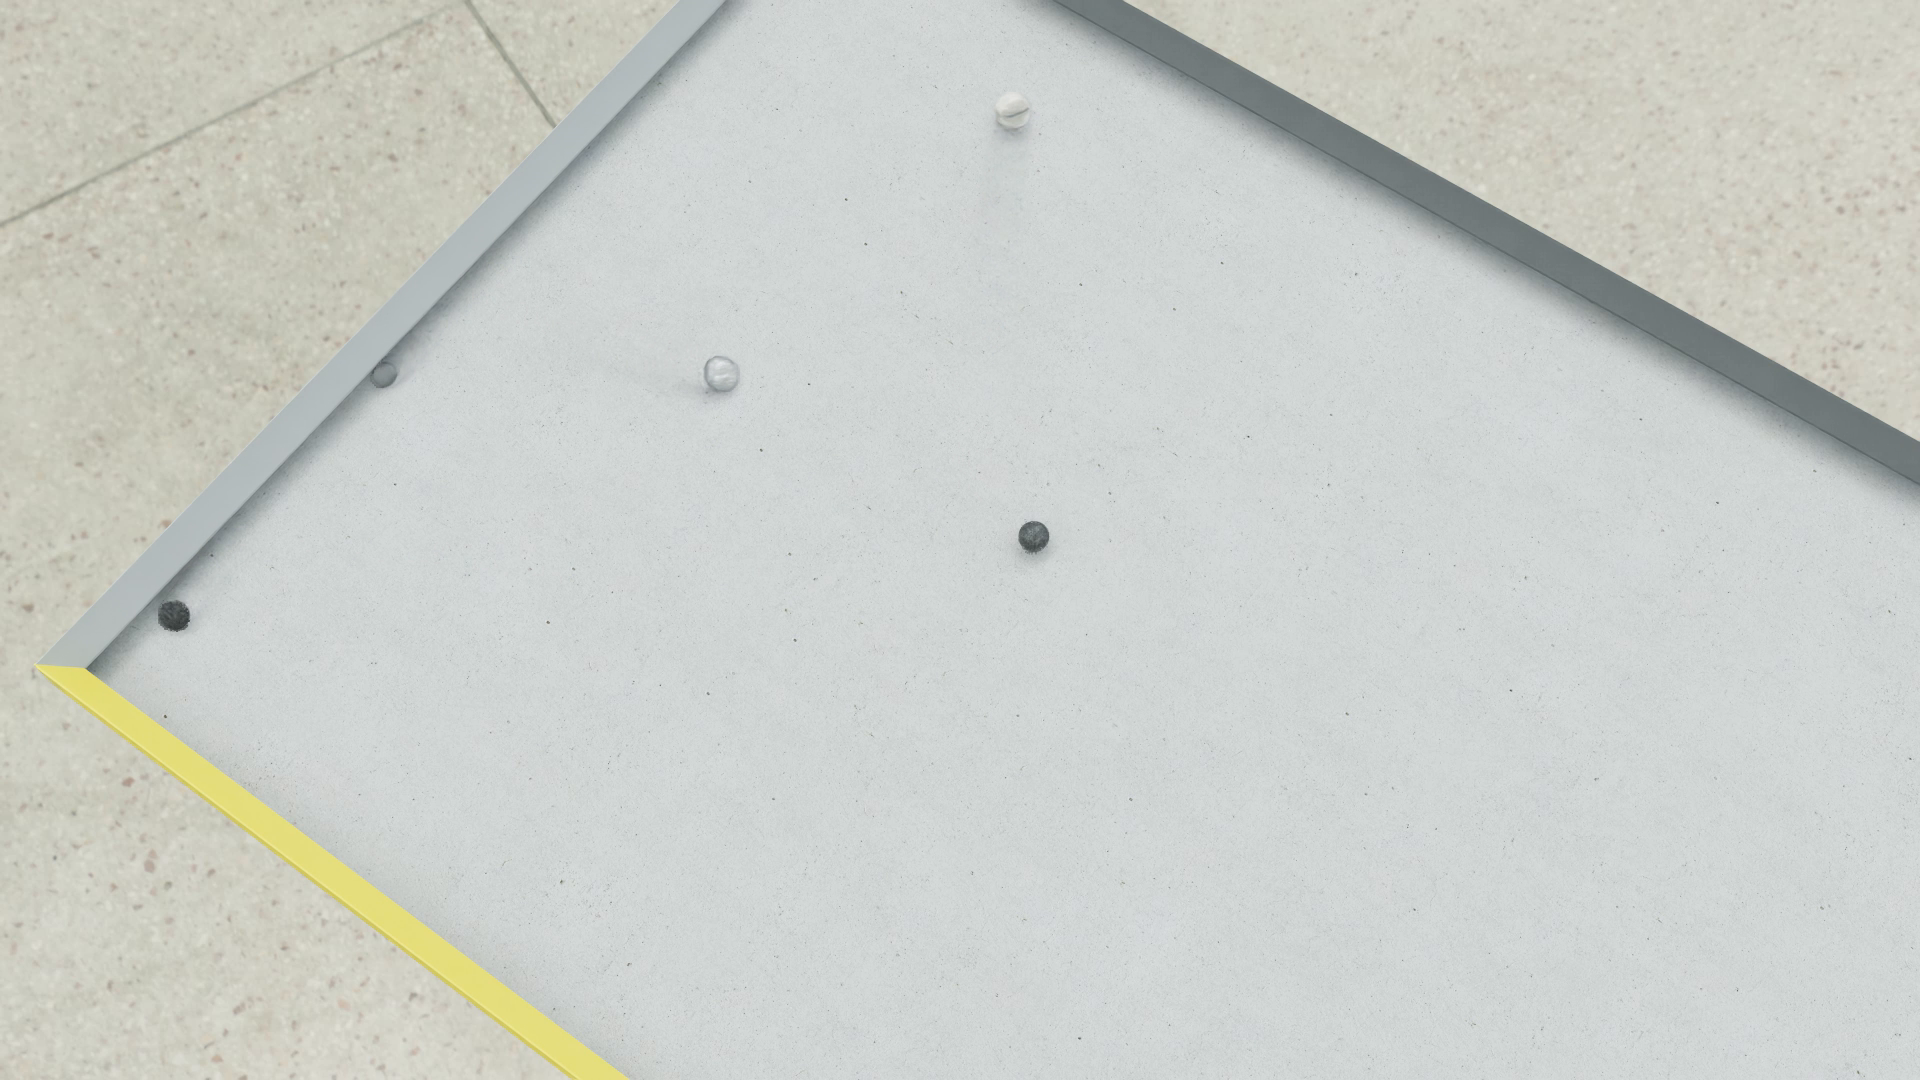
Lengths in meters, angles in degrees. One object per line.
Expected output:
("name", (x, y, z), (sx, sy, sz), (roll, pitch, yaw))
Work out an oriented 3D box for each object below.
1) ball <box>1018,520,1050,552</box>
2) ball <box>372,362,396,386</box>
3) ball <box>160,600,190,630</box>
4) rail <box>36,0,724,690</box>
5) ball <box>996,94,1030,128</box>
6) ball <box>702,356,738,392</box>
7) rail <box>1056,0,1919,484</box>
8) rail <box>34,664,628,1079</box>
("ball", (0.121, -0.006, 3.604), (0.052, 0.052, 0.052), (0, 64, 0))
("ball", (-0.980, -0.282, 3.742), (0.042, 0.042, 0.042), (0, 64, 0))
("ball", (-1.266, 0.121, 3.545), (0.048, 0.048, 0.048), (0, 64, 0))
("rail", (-0.826, -0.538, 3.844), (0.045, 0.081, 2.085), (33, 69, 15))
("ball", (0.095, -0.775, 3.969), (0.063, 0.063, 0.063), (0, 64, 0))
("ball", (-0.406, -0.283, 3.733), (0.060, 0.060, 0.060), (0, 64, 0))
("rail", (1.438, -0.210, 3.685), (4.156, 0.081, 0.045), (33, 69, 15))
("rail", (0.254, 1.284, 2.964), (4.156, 0.081, 0.045), (33, 69, 15))
